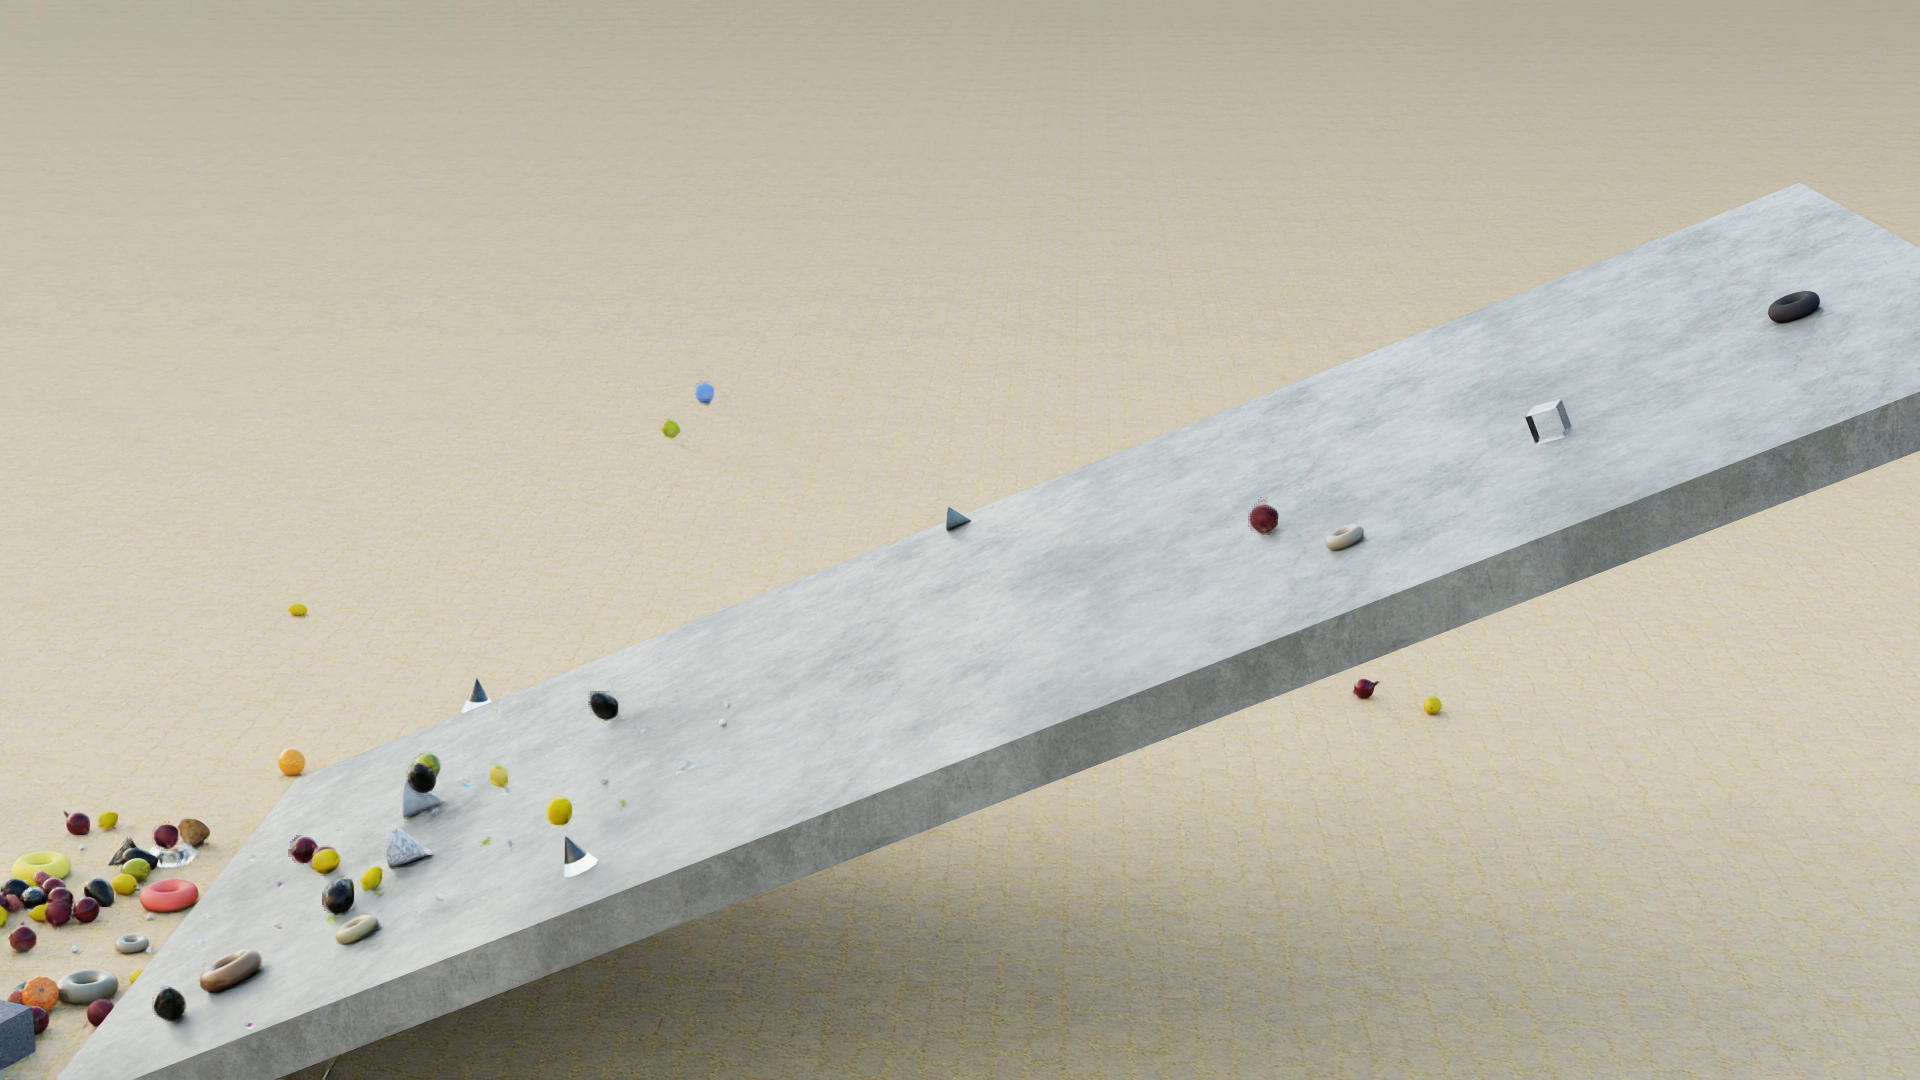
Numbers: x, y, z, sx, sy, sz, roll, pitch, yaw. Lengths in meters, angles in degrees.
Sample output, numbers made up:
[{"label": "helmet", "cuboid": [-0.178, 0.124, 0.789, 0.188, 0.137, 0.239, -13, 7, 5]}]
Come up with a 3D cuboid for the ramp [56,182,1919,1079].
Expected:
[{"label": "ramp", "cuboid": [0.127, 0.172, 6.288, 4.000, 0.100, 2.000, -22, 12, 8]}]

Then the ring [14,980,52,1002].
[{"label": "ring", "cuboid": [-2.013, 0.980, 6.381, 0.079, 0.026, 0.079, 0, 16, 0]}]

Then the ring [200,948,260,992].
[{"label": "ring", "cuboid": [-1.467, 0.865, 5.916, 0.131, 0.044, 0.131, -23, 11, 5]}]

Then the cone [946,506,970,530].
[{"label": "cone", "cuboid": [-0.001, -0.050, 7.163, 0.059, 0.059, 0.059, 5, 15, 5]}]

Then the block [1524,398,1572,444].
[{"label": "block", "cuboid": [1.151, -0.231, 5.752, 0.061, 0.061, 0.061, -16, 14, 31]}]

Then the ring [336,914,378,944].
[{"label": "ring", "cuboid": [-1.199, 0.773, 5.848, 0.089, 0.030, 0.089, -23, 11, 5]}]

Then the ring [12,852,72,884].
[{"label": "ring", "cuboid": [-2.214, 0.790, 7.090, 0.137, 0.046, 0.137, 1, 15, 0]}]

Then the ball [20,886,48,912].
[{"label": "ball", "cuboid": [-2.162, 0.839, 6.867, 0.060, 0.060, 0.060, 0, 14, 0]}]

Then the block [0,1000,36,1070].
[{"label": "block", "cuboid": [-1.986, 1.020, 6.072, 0.100, 0.100, 0.100, 7, 16, 24]}]

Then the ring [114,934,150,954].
[{"label": "ring", "cuboid": [-1.871, 0.913, 6.646, 0.076, 0.025, 0.076, 1, 13, 0]}]

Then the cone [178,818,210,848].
[{"label": "cone", "cuboid": [-1.907, 0.746, 7.281, 0.079, 0.079, 0.079, 2, 41, 7]}]

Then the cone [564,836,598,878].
[{"label": "cone", "cuboid": [-0.745, 0.599, 5.658, 0.072, 0.072, 0.072, -22, 12, 5]}]

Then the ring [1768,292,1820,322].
[{"label": "ring", "cuboid": [1.666, -0.466, 5.874, 0.104, 0.035, 0.104, -22, 14, 6]}]

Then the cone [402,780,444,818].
[{"label": "cone", "cuboid": [-1.205, 0.586, 6.630, 0.089, 0.089, 0.089, 4, 14, -2]}]

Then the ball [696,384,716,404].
[{"label": "ball", "cuboid": [-1.090, -0.627, 12.576, 0.085, 0.085, 0.085, 0, 14, 0]}]

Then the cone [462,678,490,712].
[{"label": "cone", "cuboid": [-1.374, 0.437, 8.374, 0.095, 0.095, 0.095, 0, 14, 0]}]

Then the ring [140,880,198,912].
[{"label": "ring", "cuboid": [-1.858, 0.835, 6.911, 0.135, 0.045, 0.135, -1, 13, 0]}]

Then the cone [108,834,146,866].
[{"label": "cone", "cuboid": [-2.044, 0.772, 7.177, 0.081, 0.081, 0.081, -33, 24, -14]}]

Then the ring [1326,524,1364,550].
[{"label": "ring", "cuboid": [0.737, -0.006, 5.633, 0.079, 0.026, 0.079, -24, 12, 5]}]

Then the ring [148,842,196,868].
[{"label": "ring", "cuboid": [-1.926, 0.769, 7.187, 0.114, 0.038, 0.114, 0, 13, 0]}]

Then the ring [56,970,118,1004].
[{"label": "ring", "cuboid": [-1.895, 0.970, 6.384, 0.132, 0.044, 0.132, 0, 13, 0]}]
